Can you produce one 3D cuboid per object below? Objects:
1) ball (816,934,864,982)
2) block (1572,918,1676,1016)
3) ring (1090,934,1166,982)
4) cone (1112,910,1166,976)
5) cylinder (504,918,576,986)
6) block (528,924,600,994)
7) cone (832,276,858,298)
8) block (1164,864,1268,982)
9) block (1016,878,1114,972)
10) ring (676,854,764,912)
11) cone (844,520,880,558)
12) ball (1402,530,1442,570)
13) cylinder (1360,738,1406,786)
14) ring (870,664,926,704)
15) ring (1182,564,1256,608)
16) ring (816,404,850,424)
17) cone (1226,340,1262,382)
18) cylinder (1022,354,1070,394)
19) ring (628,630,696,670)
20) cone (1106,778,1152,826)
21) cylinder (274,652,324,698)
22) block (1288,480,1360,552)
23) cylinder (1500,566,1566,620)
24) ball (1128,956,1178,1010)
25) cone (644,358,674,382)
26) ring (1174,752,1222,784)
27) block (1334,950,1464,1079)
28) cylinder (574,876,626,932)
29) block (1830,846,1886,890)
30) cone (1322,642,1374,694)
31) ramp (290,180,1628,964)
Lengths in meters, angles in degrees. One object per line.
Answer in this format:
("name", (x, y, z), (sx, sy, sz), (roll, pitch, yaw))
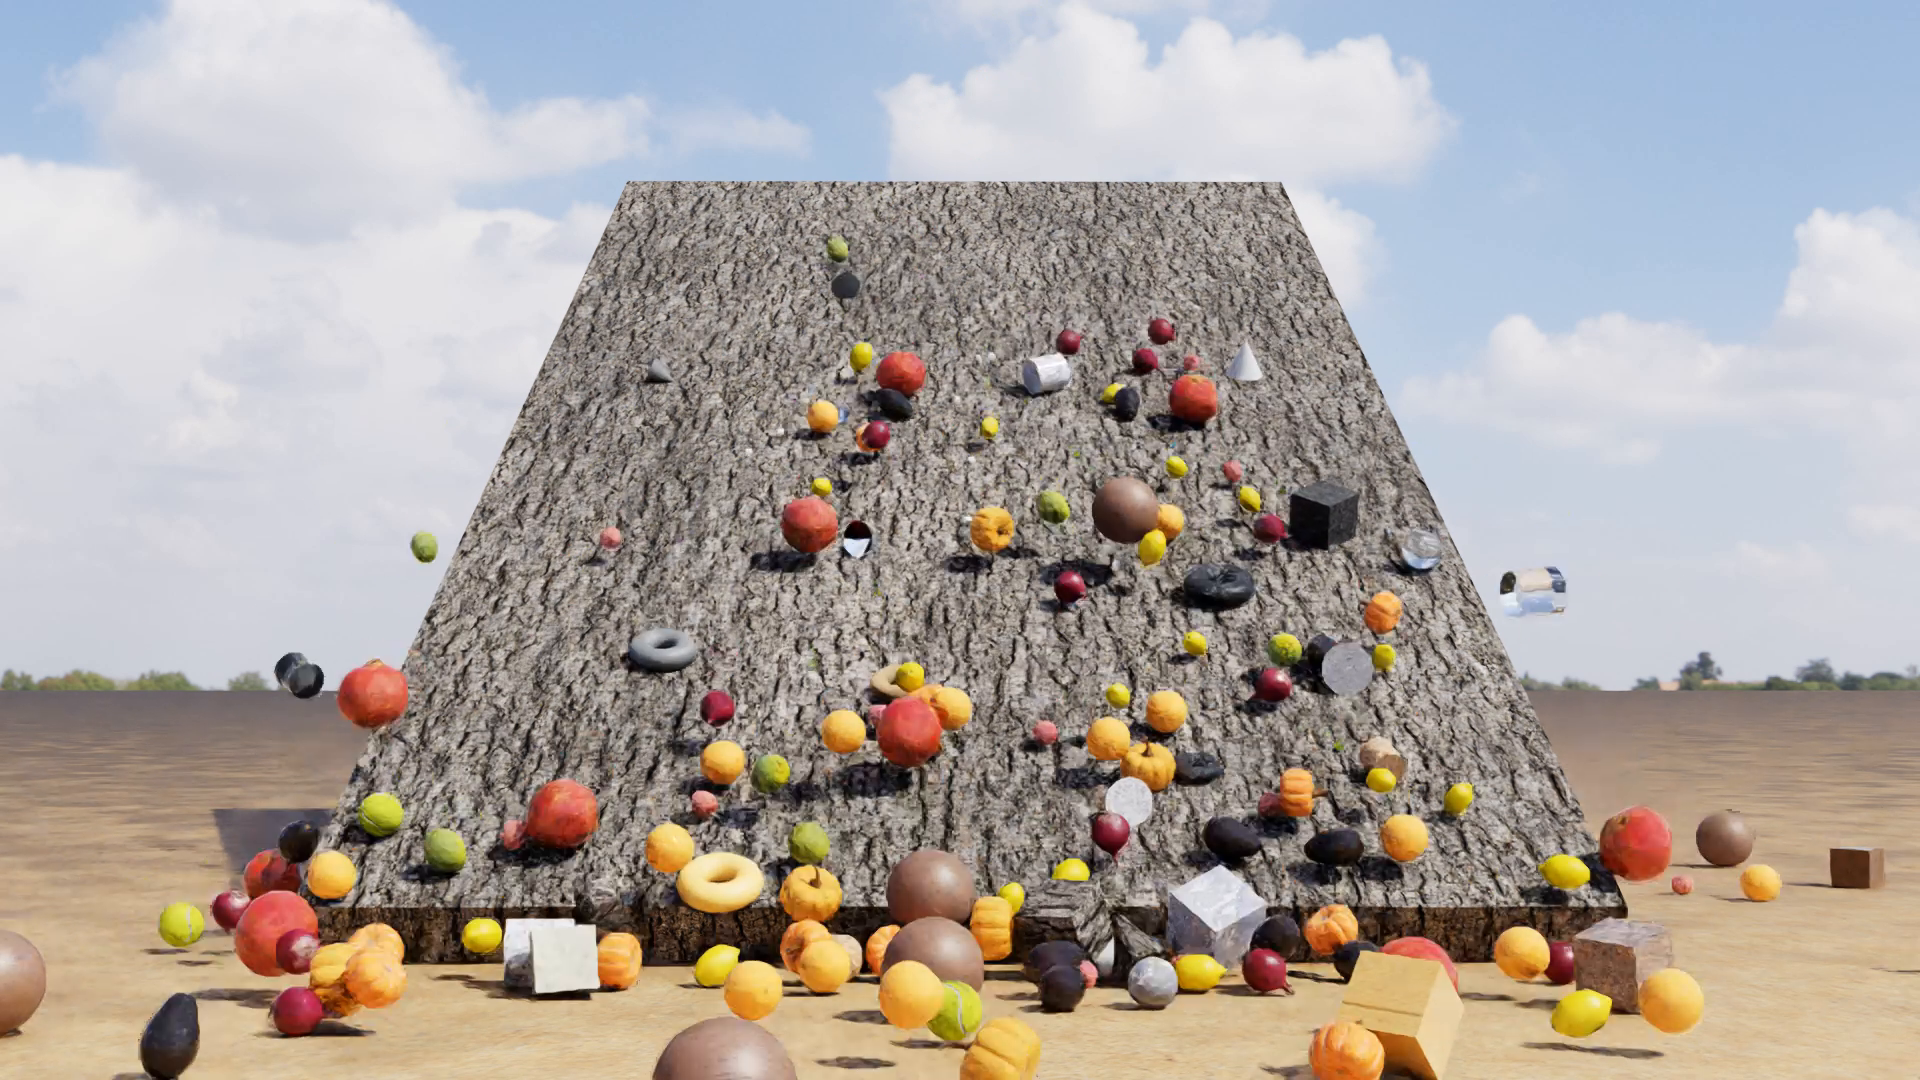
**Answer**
("ball", (-0.170, 0.592, 3.303), (0.067, 0.067, 0.067), (0, -4, 0))
("block", (0.862, 0.552, 3.025), (0.091, 0.091, 0.091), (-14, 11, -42))
("ring", (0.239, 0.599, 3.344), (0.115, 0.038, 0.115), (-12, 10, 2))
("cone", (0.235, 0.555, 3.264), (0.083, 0.083, 0.083), (-21, -20, -8))
("cylinder", (-0.586, 0.575, 3.252), (0.094, 0.094, 0.094), (1, -4, -8))
("block", (-0.536, 0.567, 3.149), (0.084, 0.084, 0.084), (-3, -11, -14))
("cone", (-0.295, -0.662, 6.125), (0.071, 0.071, 0.071), (-1, 15, 14))
("block", (0.366, 0.547, 3.335), (0.098, 0.098, 0.098), (-23, 42, -30))
("block", (0.151, 0.551, 3.337), (0.092, 0.092, 0.092), (-3, 25, 32))
("ring", (-0.361, 0.515, 3.505), (0.130, 0.043, 0.130), (1, 24, 0))
("cone", (-0.180, -0.003, 4.644), (0.074, 0.074, 0.074), (-3, 0, 38))
("ball", (0.906, 0.019, 4.566), (0.078, 0.078, 0.078), (0, -4, 0))
("cylinder", (0.694, 0.364, 3.825), (0.059, 0.059, 0.059), (1, 23, -14))
("ring", (-0.109, 0.253, 4.095), (0.098, 0.033, 0.098), (-2, 29, 1))
("ring", (0.495, 0.087, 4.453), (0.139, 0.046, 0.139), (0, 25, 0))
("ring", (-0.290, -0.286, 5.299), (0.078, 0.026, 0.078), (1, 24, 0))
("cone", (0.680, -0.436, 5.559), (0.090, 0.090, 0.090), (0, 24, 0))
("cylinder", (0.201, -0.390, 5.461), (0.082, 0.082, 0.082), (-13, 3, -28))
("ring", (-0.537, 0.198, 4.208), (0.122, 0.041, 0.122), (2, 24, -1))
("cone", (0.260, 0.417, 3.733), (0.078, 0.078, 0.078), (1, -3, -12))
("cylinder", (-1.638, 0.336, 5.780), (0.091, 0.091, 0.091), (3, 14, -40))
("block", (0.732, -0.050, 4.695), (0.097, 0.097, 0.097), (22, 32, 40))
("cylinder", (1.132, 0.105, 4.603), (0.096, 0.096, 0.096), (-6, -2, -13))
("ball", (0.251, 0.576, 3.032), (0.067, 0.067, 0.067), (0, -4, 0))
("cone", (-0.704, -0.388, 5.516), (0.067, 0.067, 0.067), (26, -8, -8))
("ring", (0.391, 0.375, 3.839), (0.079, 0.026, 0.079), (1, 23, 0))
("block", (0.470, 0.508, 2.486), (0.092, 0.092, 0.092), (3, -40, 35))
("cylinder", (-0.530, 0.536, 3.432), (0.057, 0.057, 0.057), (3, 29, -37))
("block", (1.867, 0.681, 4.848), (0.080, 0.080, 0.080), (-3, -4, 44))
("cone", (0.678, 0.229, 4.145), (0.092, 0.092, 0.092), (0, -5, -5))
("ramp", (-0.008, -0.229, 5.326), (2.000, 0.100, 4.000), (0, 24, 0))
